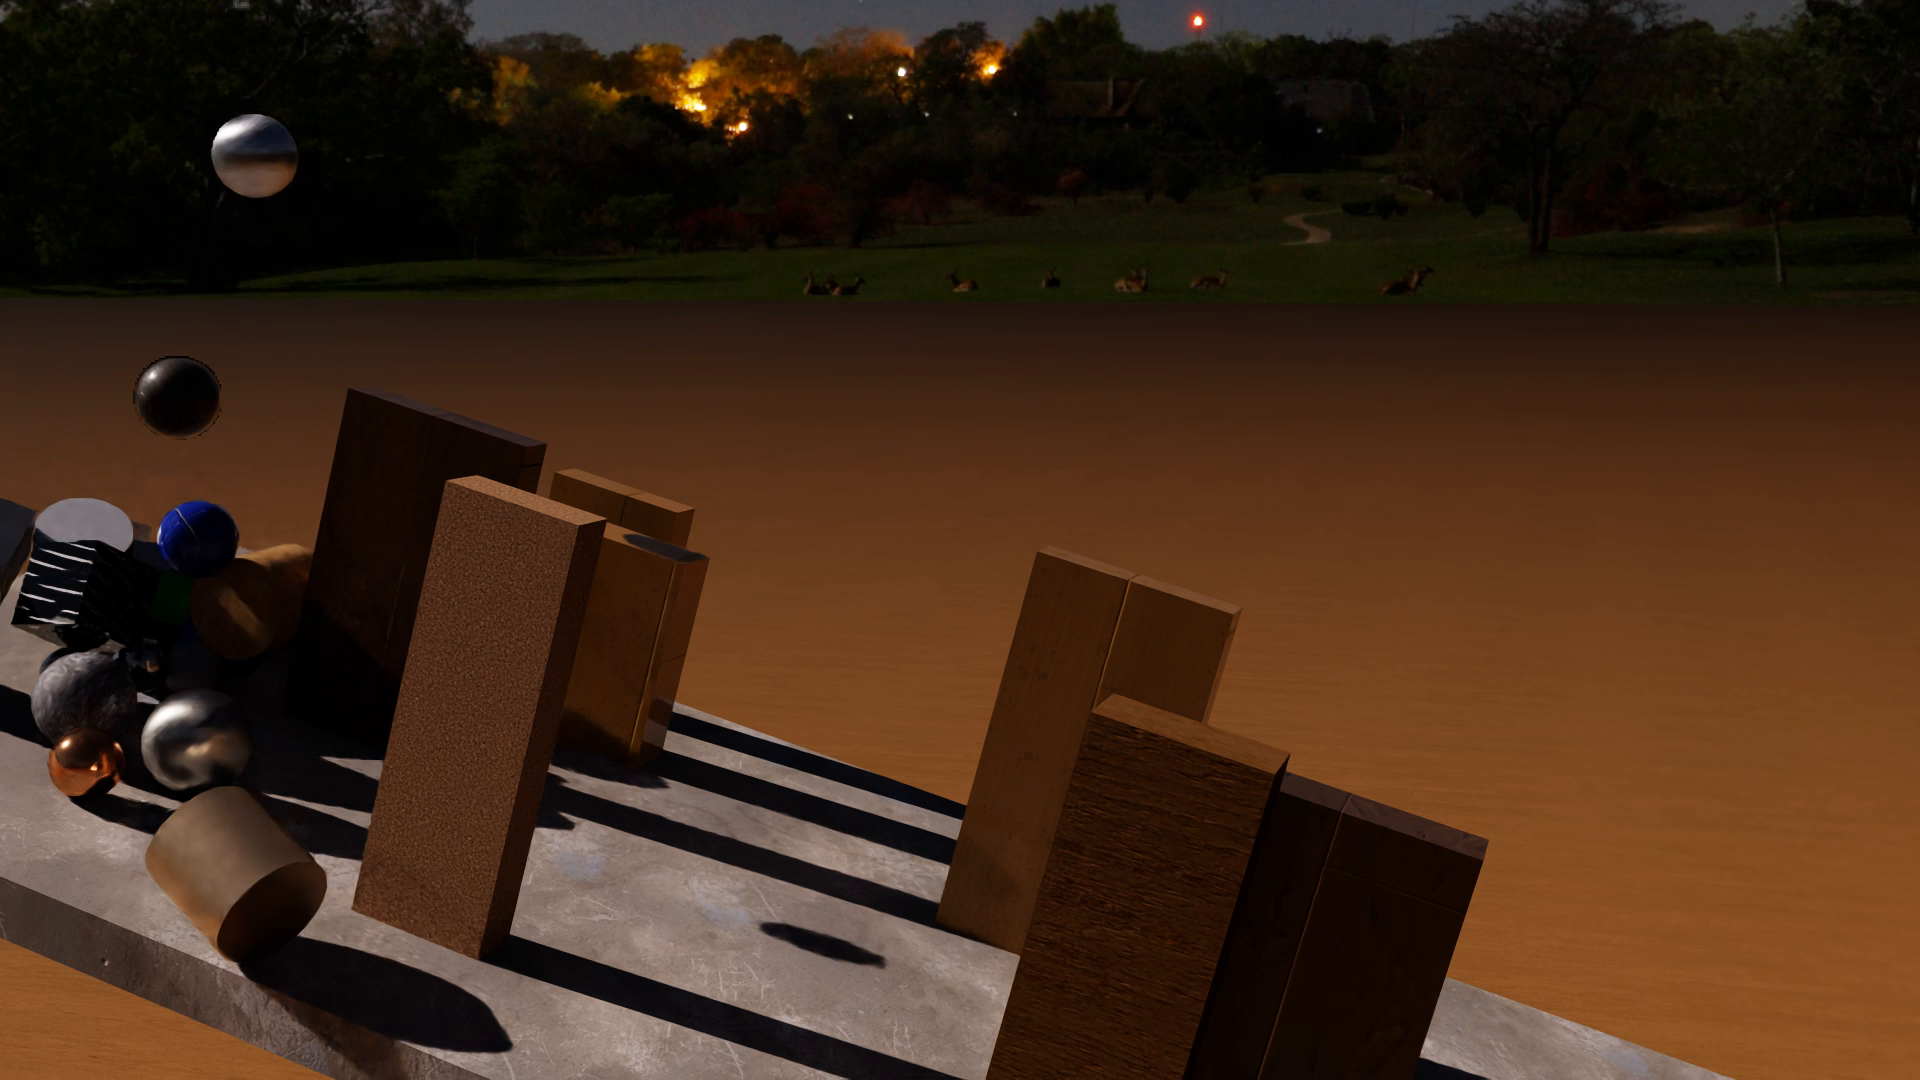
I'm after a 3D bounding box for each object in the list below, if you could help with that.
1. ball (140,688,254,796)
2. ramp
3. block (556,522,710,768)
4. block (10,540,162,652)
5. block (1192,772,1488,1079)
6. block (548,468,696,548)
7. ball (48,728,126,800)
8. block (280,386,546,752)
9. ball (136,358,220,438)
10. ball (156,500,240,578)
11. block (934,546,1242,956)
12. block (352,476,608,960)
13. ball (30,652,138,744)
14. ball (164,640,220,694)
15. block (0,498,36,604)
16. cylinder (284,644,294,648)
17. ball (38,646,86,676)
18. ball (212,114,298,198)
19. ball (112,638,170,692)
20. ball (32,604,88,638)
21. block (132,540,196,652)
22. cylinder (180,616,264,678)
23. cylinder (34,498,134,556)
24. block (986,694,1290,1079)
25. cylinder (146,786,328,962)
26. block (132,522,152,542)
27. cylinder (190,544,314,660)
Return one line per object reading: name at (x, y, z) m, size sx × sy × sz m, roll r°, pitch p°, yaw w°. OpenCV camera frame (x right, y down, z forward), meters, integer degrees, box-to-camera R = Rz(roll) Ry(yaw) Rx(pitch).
ball at (-1.396, 0.370, 4.028) m, size 0.197 × 0.197 × 0.197 m, roll 0°, pitch 7°, yaw 0°
ramp at (-0.382, 0.755, 4.243) m, size 4.000 × 0.100 × 2.000 m, roll 18°, pitch 11°, yaw 14°
block at (-0.778, 0.221, 4.865) m, size 0.320 × 0.472 × 0.136 m, roll 18°, pitch 11°, yaw 14°
block at (-1.696, 0.112, 4.274) m, size 0.168 × 0.168 × 0.168 m, roll -2°, pitch -22°, yaw 25°
block at (0.568, 0.738, 3.668) m, size 0.437 × 0.638 × 0.135 m, roll 18°, pitch 11°, yaw 14°
block at (-0.845, 0.123, 5.174) m, size 0.321 × 0.504 × 0.102 m, roll 18°, pitch 11°, yaw 14°
ball at (-1.544, 0.395, 3.889) m, size 0.127 × 0.127 × 0.127 m, roll 0°, pitch 7°, yaw 0°
block at (-1.120, 0.083, 4.488) m, size 0.412 × 0.703 × 0.086 m, roll 18°, pitch 11°, yaw 14°
ball at (-1.700, -0.309, 4.782) m, size 0.173 × 0.173 × 0.173 m, roll 0°, pitch 7°, yaw 0°
ball at (-1.525, -0.001, 4.402) m, size 0.157 × 0.157 × 0.157 m, roll 0°, pitch 7°, yaw 0°
block at (0.245, 0.446, 4.298) m, size 0.397 × 0.784 × 0.096 m, roll 18°, pitch 11°, yaw 14°
block at (-0.808, 0.297, 3.683) m, size 0.248 × 0.767 × 0.103 m, roll 18°, pitch 11°, yaw 14°
ball at (-1.628, 0.300, 4.091) m, size 0.185 × 0.185 × 0.185 m, roll 0°, pitch 7°, yaw 0°
ball at (-1.579, 0.264, 4.513) m, size 0.117 × 0.117 × 0.117 m, roll 0°, pitch 7°, yaw 0°
block at (-1.940, 0.012, 4.355) m, size 0.148 × 0.148 × 0.148 m, roll 22°, pitch -41°, yaw -13°
cylinder at (-1.495, 0.146, 4.926) m, size 0.164 × 0.164 × 0.164 m, roll 3°, pitch -15°, yaw 1°
ball at (-1.738, 0.266, 4.295) m, size 0.115 × 0.115 × 0.115 m, roll 0°, pitch 7°, yaw 0°
ball at (-1.545, -0.842, 4.821) m, size 0.182 × 0.182 × 0.182 m, roll 0°, pitch 7°, yaw 0°
ball at (-1.639, 0.250, 4.400) m, size 0.111 × 0.111 × 0.111 m, roll 0°, pitch 7°, yaw 0°
ball at (-1.897, 0.146, 4.655) m, size 0.124 × 0.124 × 0.124 m, roll 0°, pitch 7°, yaw 0°
block at (-1.711, 0.134, 4.753) m, size 0.204 × 0.204 × 0.204 m, roll 5°, pitch 15°, yaw -41°
cylinder at (-1.566, 0.215, 4.676) m, size 0.129 × 0.129 × 0.129 m, roll 7°, pitch -11°, yaw 44°
cylinder at (-1.795, 0.045, 4.499) m, size 0.187 × 0.187 × 0.187 m, roll 13°, pitch 43°, yaw -12°
block at (0.240, 0.651, 3.295) m, size 0.279 × 0.780 × 0.148 m, roll 18°, pitch 11°, yaw 14°
cylinder at (-1.141, 0.526, 3.471) m, size 0.198 × 0.198 × 0.198 m, roll 38°, pitch 25°, yaw 25°
block at (-1.932, 0.057, 4.872) m, size 0.191 × 0.191 × 0.191 m, roll 14°, pitch 11°, yaw -7°
cylinder at (-1.448, 0.127, 4.572) m, size 0.209 × 0.209 × 0.209 m, roll 2°, pitch 10°, yaw 17°
